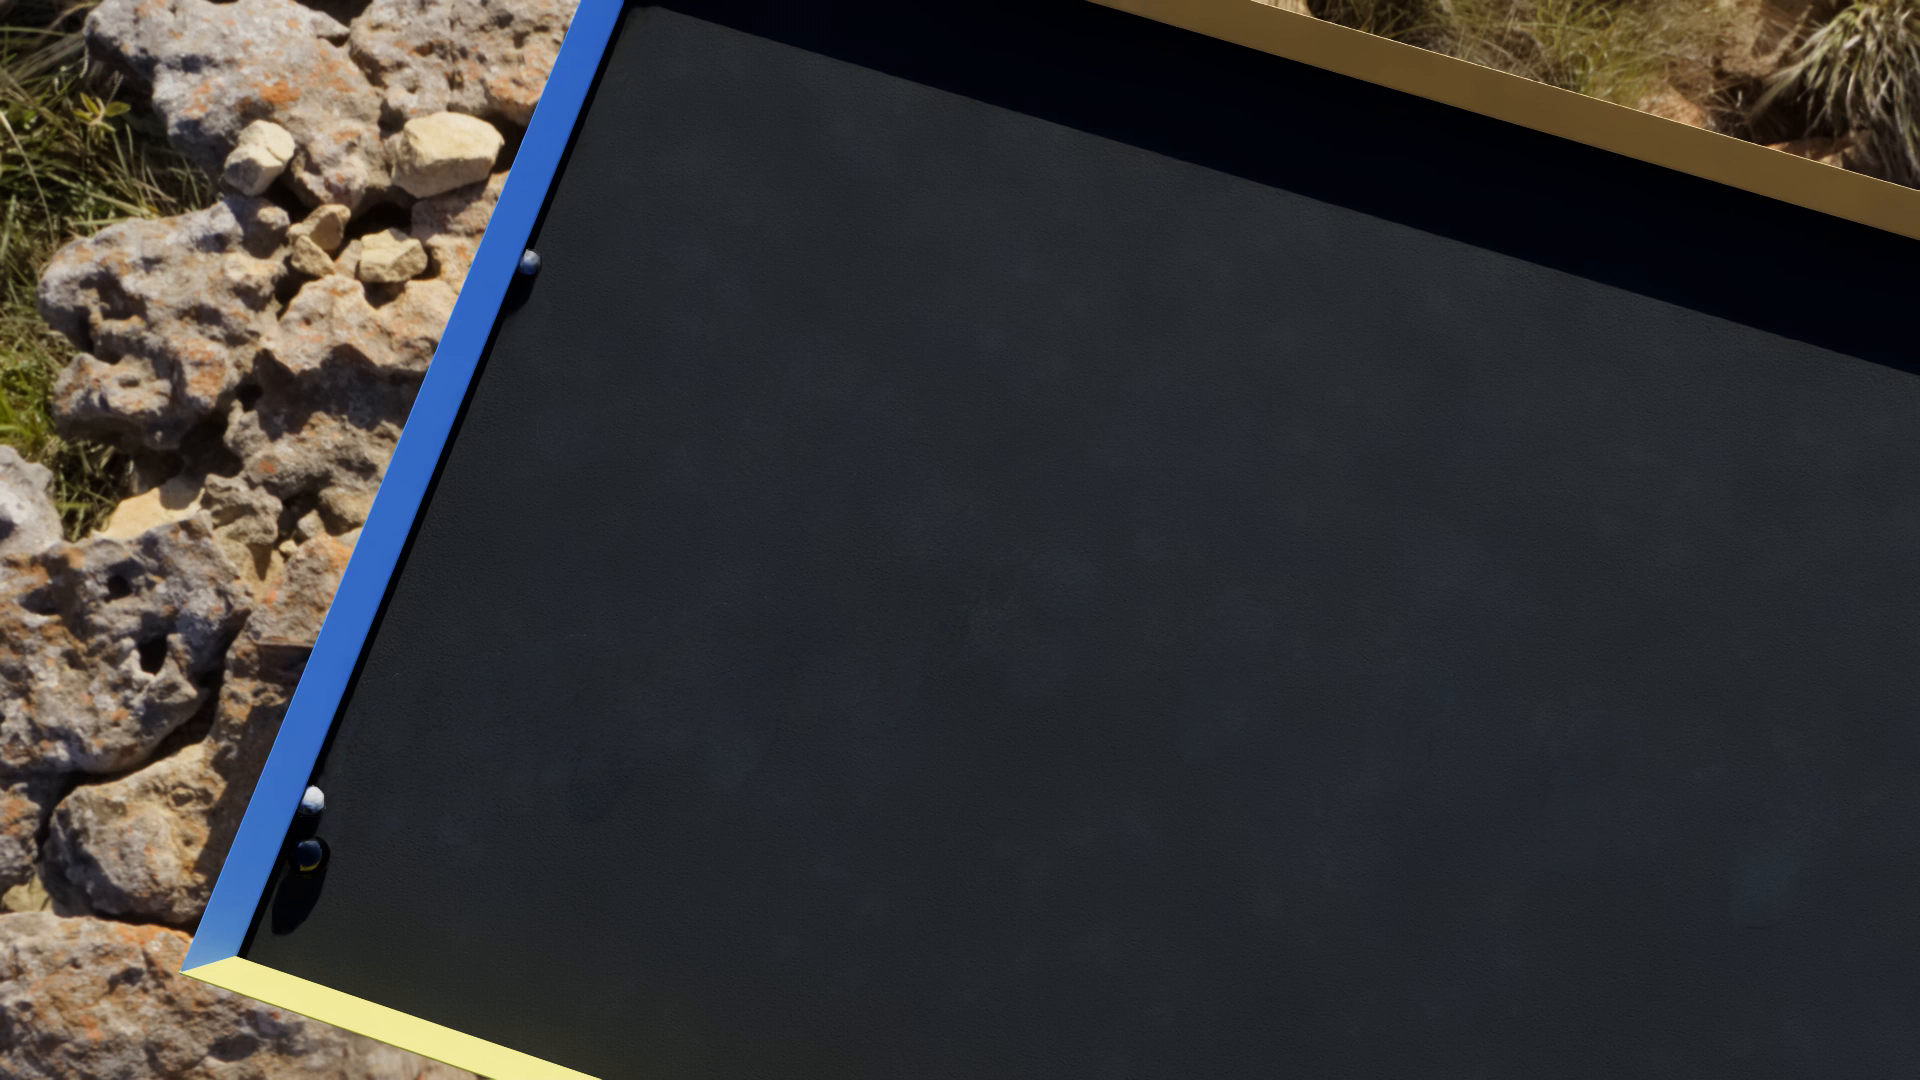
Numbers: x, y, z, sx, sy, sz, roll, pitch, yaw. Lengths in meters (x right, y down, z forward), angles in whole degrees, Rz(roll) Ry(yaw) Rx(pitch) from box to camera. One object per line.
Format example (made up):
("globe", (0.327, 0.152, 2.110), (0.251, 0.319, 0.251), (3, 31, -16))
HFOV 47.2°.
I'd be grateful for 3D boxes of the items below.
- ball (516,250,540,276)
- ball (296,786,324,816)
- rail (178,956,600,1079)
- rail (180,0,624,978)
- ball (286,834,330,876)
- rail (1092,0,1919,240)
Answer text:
("ball", (-0.688, -0.441, 3.499), (0.041, 0.041, 0.041), (0, 74, 0))
("ball", (-0.966, 0.386, 3.264), (0.044, 0.044, 0.044), (0, 74, 0))
("rail", (0.512, 1.103, 3.019), (3.369, 0.126, 0.045), (17, 75, 5))
("rail", (-0.779, -0.253, 3.400), (0.045, 0.126, 1.936), (17, 75, 5))
("ball", (-0.957, 0.464, 3.233), (0.062, 0.062, 0.062), (0, 74, 0))
("rail", (1.092, -0.627, 3.505), (3.369, 0.126, 0.045), (17, 75, 5))
